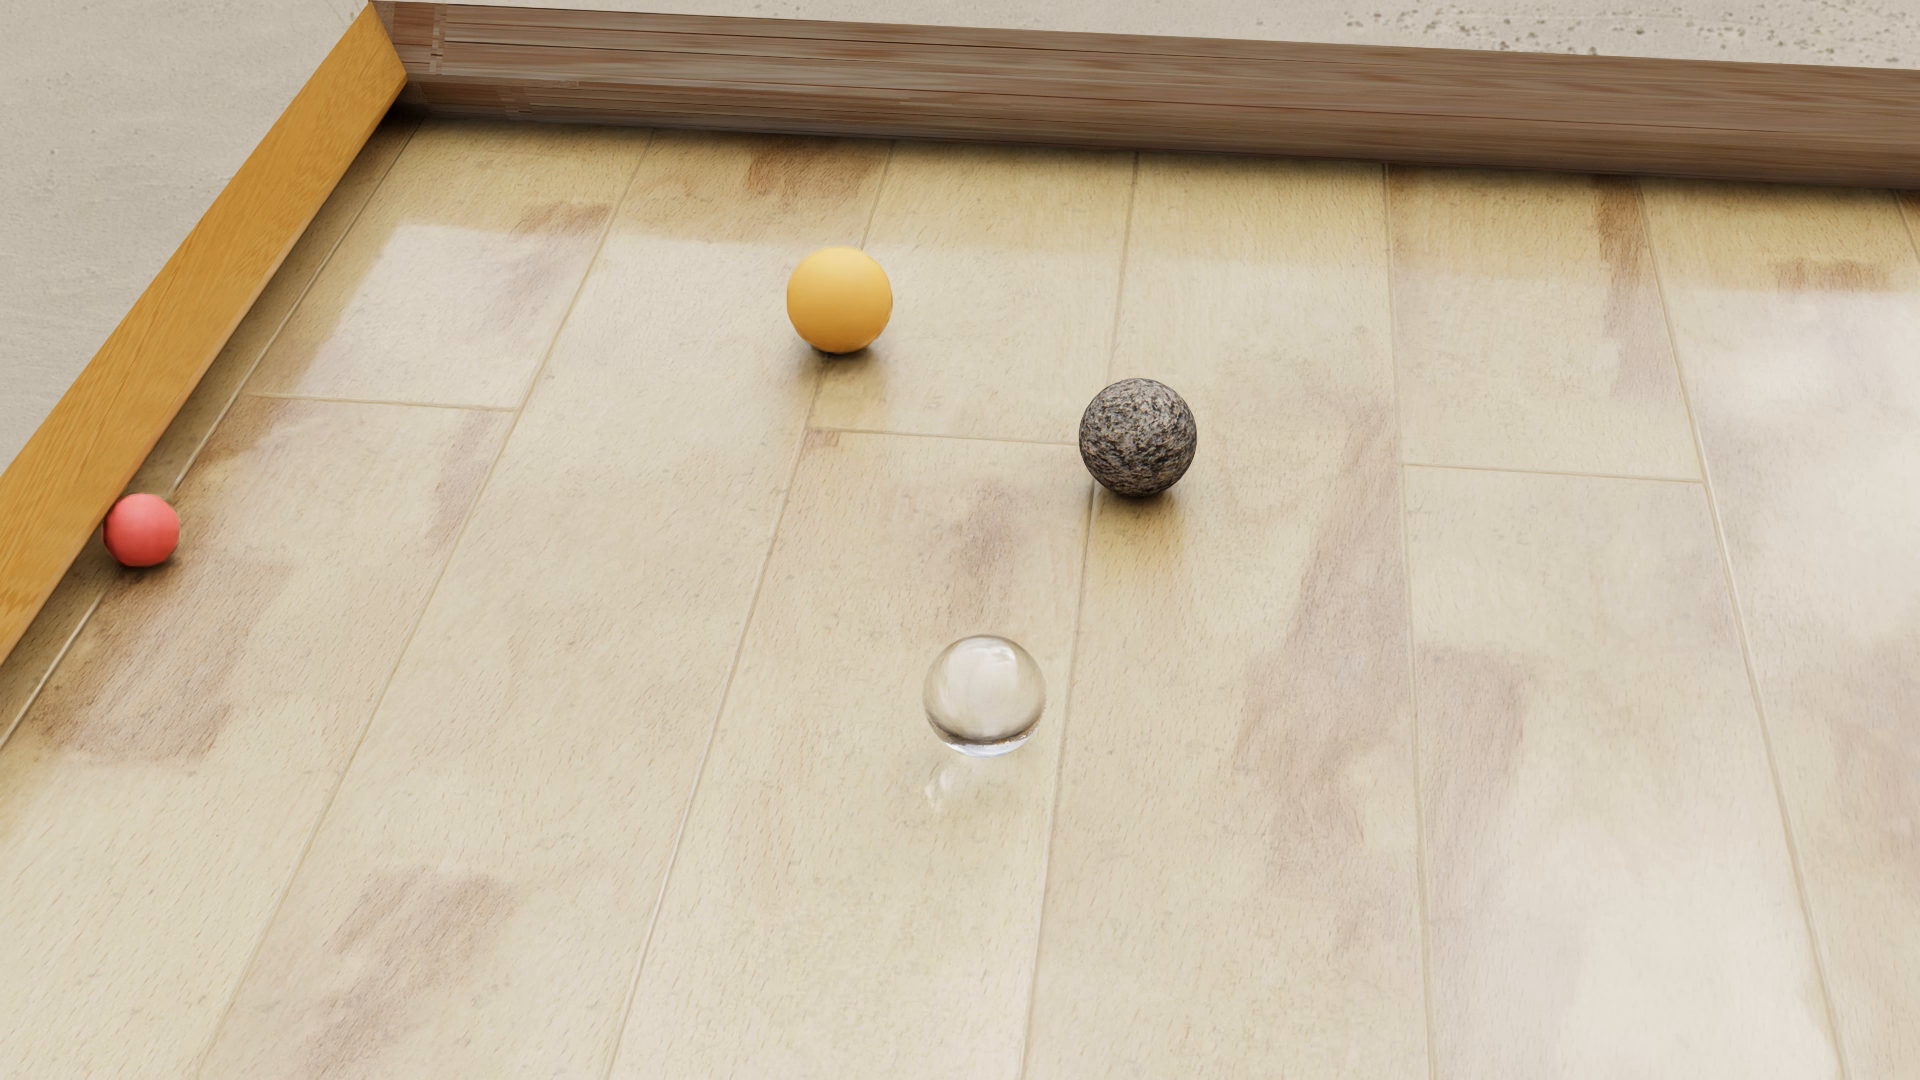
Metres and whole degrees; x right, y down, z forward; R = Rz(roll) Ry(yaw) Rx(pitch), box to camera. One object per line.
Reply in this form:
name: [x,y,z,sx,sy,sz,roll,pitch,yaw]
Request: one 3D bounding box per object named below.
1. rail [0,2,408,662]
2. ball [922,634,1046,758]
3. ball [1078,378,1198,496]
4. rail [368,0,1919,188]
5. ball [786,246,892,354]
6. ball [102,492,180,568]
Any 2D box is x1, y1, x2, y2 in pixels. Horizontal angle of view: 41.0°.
rail: [-0.670,-0.060,2.017,0.045,0.125,1.571,4,34,5]
ball: [0.017,0.109,1.803,0.088,0.088,0.088,0,34,0]
ball: [0.144,-0.083,2.078,0.096,0.096,0.096,0,34,0]
rail: [0.779,-0.400,2.515,2.792,0.125,0.045,4,34,5]
ball: [-0.106,-0.212,2.268,0.094,0.094,0.094,0,34,0]
ball: [-0.639,-0.008,2.001,0.058,0.058,0.058,0,34,0]
